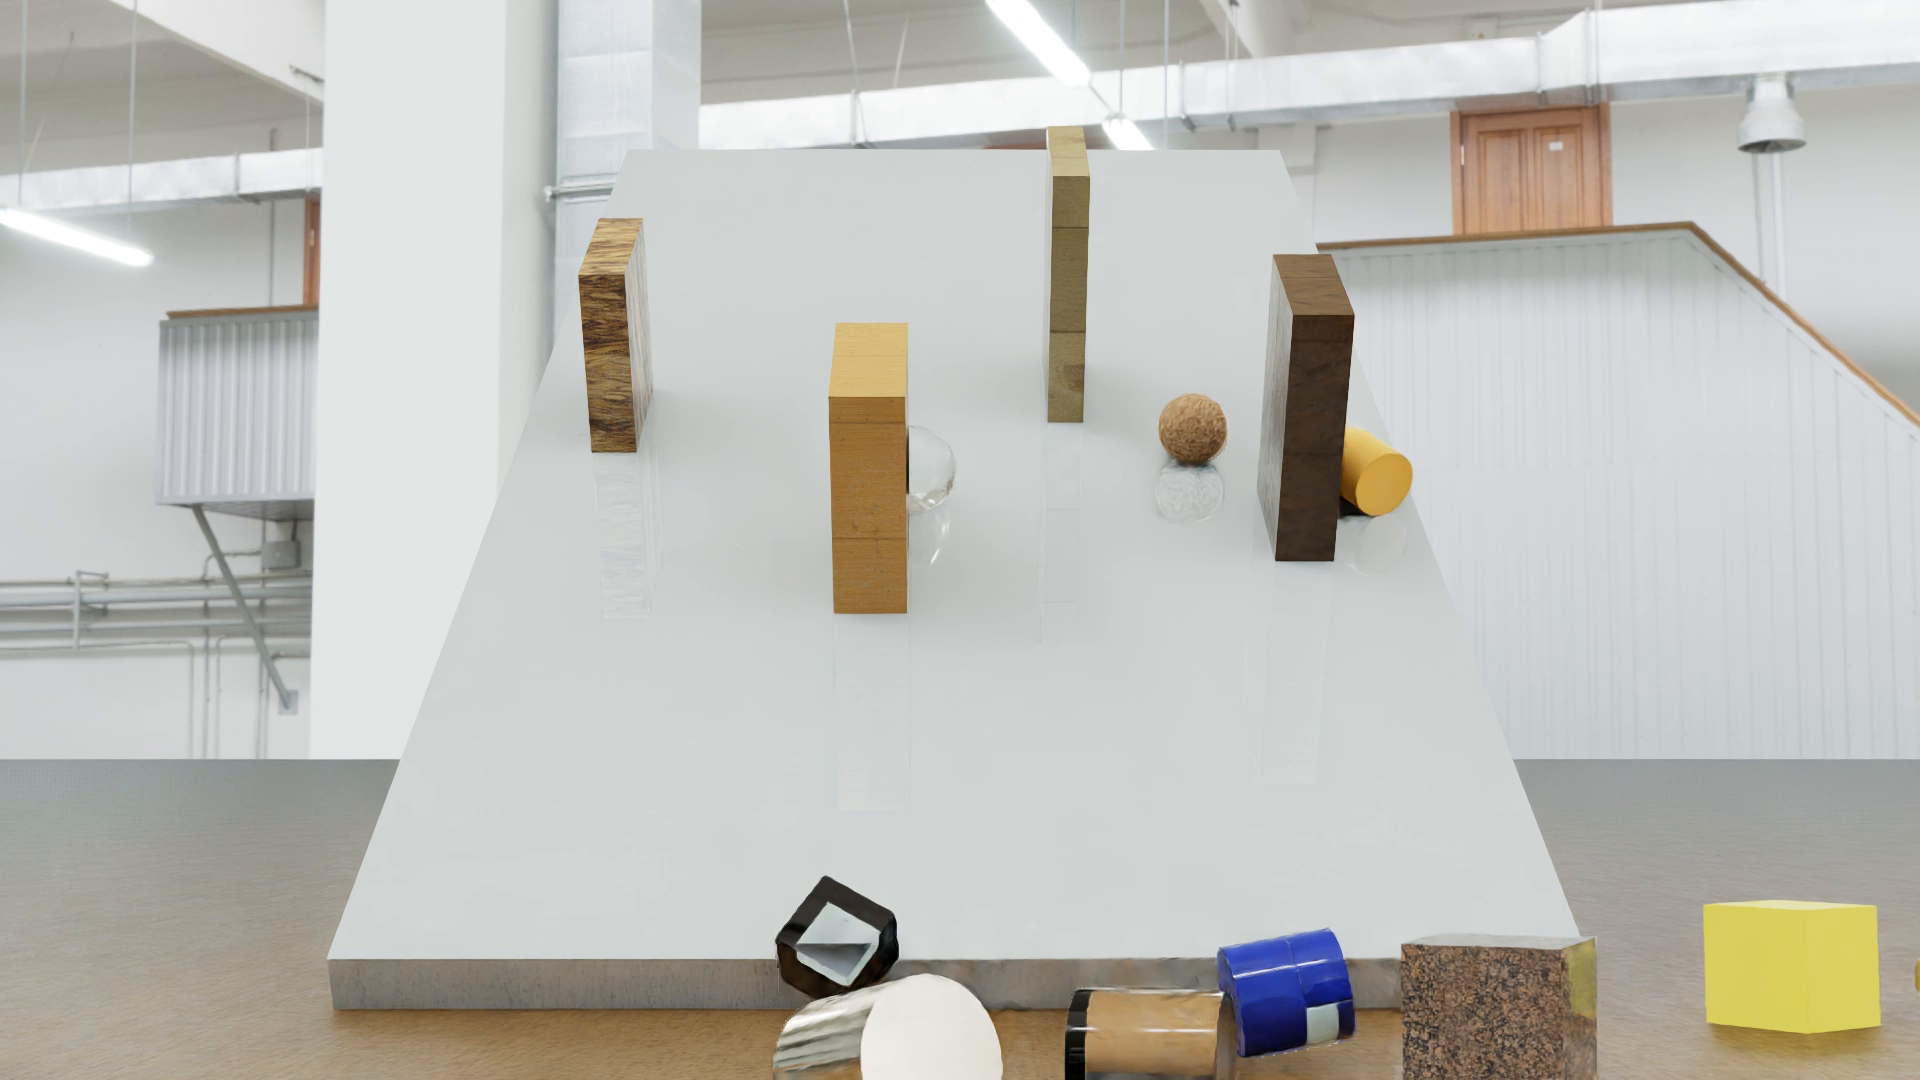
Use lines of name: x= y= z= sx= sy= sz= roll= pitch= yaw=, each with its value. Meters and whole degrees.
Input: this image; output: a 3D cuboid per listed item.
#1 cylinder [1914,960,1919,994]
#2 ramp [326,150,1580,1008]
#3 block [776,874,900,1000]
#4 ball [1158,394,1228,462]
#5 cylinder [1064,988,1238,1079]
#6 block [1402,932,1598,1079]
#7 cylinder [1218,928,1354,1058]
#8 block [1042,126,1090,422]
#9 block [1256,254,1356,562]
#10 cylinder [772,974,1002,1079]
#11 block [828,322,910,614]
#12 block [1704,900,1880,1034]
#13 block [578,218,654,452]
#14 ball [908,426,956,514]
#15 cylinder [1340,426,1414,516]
cylinder: x=1.580 y=0.692 z=3.772 sx=0.110 sy=0.110 sz=0.110 roll=-3 pitch=-6 yaw=32
ramp: x=-0.011 y=-0.224 z=5.567 sx=2.000 sy=0.100 sz=4.000 roll=0 pitch=28 yaw=0
block: x=-0.186 y=0.621 z=3.629 sx=0.130 sy=0.130 sz=0.130 roll=26 pitch=-34 yaw=21
ball: x=0.522 y=-0.252 z=5.348 sx=0.156 sy=0.156 sz=0.156 roll=0 pitch=-5 yaw=0
cylinder: x=0.204 y=0.554 z=2.515 sx=0.157 sy=0.157 sz=0.157 roll=-2 pitch=-5 yaw=15
block: x=0.642 y=0.570 z=2.827 sx=0.186 sy=0.186 sz=0.186 roll=-3 pitch=-6 yaw=26
cylinder: x=0.427 y=0.596 z=3.136 sx=0.146 sy=0.146 sz=0.146 roll=-9 pitch=-4 yaw=-4
block: x=0.246 y=-0.623 z=5.576 sx=0.083 sy=0.601 sz=0.357 roll=0 pitch=28 yaw=0
block: x=0.716 y=-0.277 z=4.972 sx=0.123 sy=0.552 sz=0.333 roll=0 pitch=28 yaw=0
cylinder: x=-0.071 y=0.509 z=2.291 sx=0.160 sy=0.160 sz=0.160 roll=4 pitch=-18 yaw=-35
block: x=-0.179 y=-0.148 z=4.806 sx=0.146 sy=0.474 sz=0.366 roll=0 pitch=28 yaw=0
block: x=1.259 y=0.643 z=3.610 sx=0.179 sy=0.179 sz=0.179 roll=4 pitch=-6 yaw=-36
block: x=-0.785 y=-0.472 z=5.464 sx=0.102 sy=0.431 sz=0.356 roll=0 pitch=28 yaw=0
ball: x=-0.103 y=-0.152 z=5.118 sx=0.190 sy=0.190 sz=0.190 roll=0 pitch=-5 yaw=0
cylinder: x=0.878 y=-0.150 z=5.166 sx=0.148 sy=0.148 sz=0.148 roll=3 pitch=23 yaw=-30
